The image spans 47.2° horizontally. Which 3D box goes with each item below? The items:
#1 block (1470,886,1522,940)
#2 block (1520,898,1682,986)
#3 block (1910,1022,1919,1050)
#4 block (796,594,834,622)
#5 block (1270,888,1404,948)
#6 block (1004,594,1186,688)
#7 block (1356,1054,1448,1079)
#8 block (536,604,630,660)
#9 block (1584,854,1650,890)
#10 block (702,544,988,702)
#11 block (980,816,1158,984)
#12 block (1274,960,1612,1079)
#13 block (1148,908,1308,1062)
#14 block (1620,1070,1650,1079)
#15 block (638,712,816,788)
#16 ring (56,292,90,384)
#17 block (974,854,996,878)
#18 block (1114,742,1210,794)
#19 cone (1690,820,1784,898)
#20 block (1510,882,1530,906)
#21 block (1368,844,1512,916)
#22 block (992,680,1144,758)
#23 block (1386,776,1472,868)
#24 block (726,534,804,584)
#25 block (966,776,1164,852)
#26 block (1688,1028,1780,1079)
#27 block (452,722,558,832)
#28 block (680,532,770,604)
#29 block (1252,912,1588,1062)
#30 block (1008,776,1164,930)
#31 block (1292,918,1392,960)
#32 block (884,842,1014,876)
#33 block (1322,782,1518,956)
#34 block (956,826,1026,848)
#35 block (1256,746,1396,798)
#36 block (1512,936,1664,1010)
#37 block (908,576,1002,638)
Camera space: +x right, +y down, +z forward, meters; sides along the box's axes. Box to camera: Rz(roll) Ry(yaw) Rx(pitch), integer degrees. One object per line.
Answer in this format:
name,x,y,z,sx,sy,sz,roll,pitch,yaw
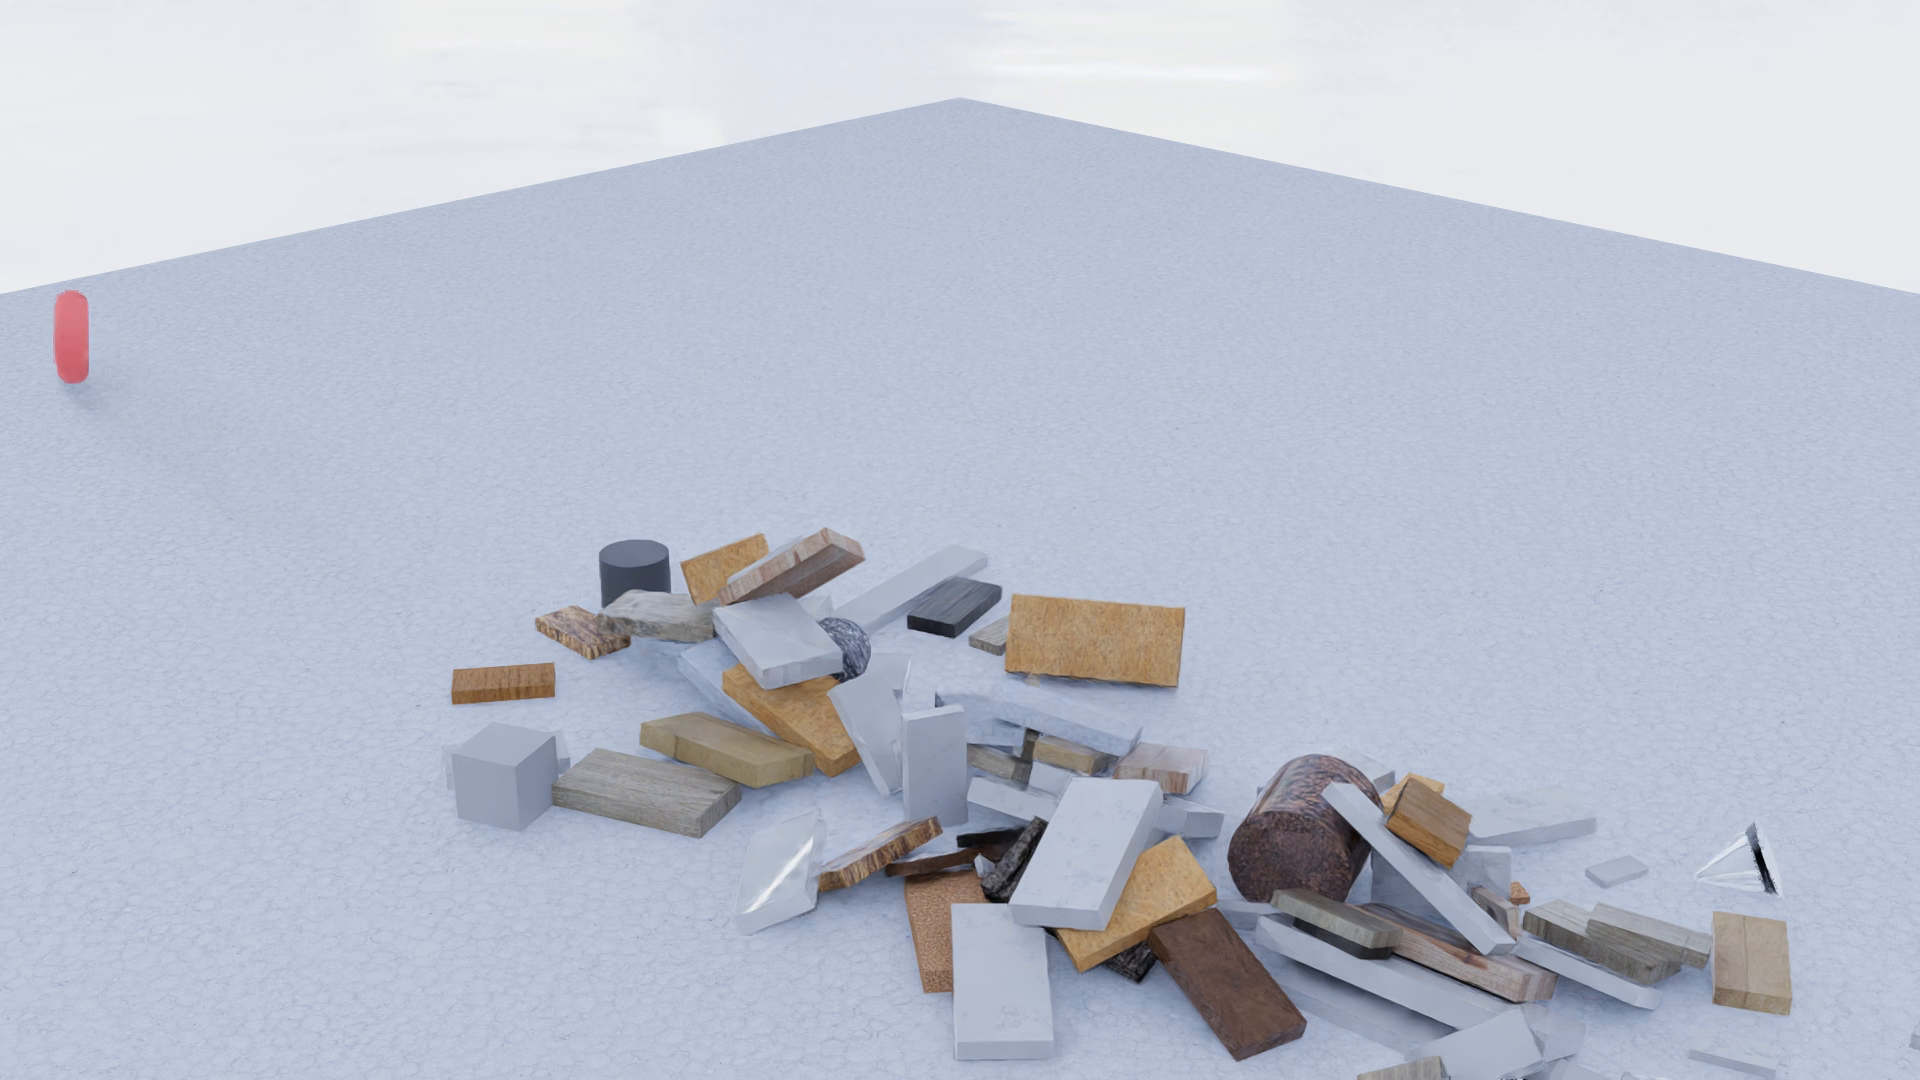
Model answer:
block,0.973,0.685,3.990,0.022,0.077,0.155,-12,7,-9
block,1.160,0.724,3.972,0.255,0.036,0.127,21,18,41
block,1.714,0.828,3.773,0.103,0.029,0.205,17,28,34
block,-0.396,0.192,5.197,0.127,0.036,0.254,-8,15,16
block,0.662,0.664,3.871,0.209,0.030,0.104,19,7,39
block,0.306,0.229,4.997,0.393,0.176,0.050,5,-10,11
block,0.691,0.941,3.418,0.140,0.040,0.356,-19,19,17
block,-0.893,0.218,5.207,0.113,0.032,0.226,-20,30,-39
block,1.266,0.639,4.235,0.112,0.016,0.056,-11,25,-25
block,-0.254,0.194,5.262,0.113,0.032,0.979,15,27,32
block,0.229,0.651,3.999,0.347,0.049,0.174,24,58,32
block,0.967,0.895,3.610,1.002,0.033,0.117,18,29,36
block,0.460,0.765,3.803,0.139,0.040,0.279,-13,44,-28
block,1.132,0.894,3.497,0.069,0.020,0.161,21,3,-29
block,-0.489,0.436,4.602,0.343,0.049,0.171,15,14,37
ring,-2.766,-0.630,6.854,0.096,0.289,0.289,0,22,-21
block,0.077,0.640,4.147,0.111,0.016,0.055,36,14,-20
block,0.413,0.463,4.481,0.147,0.042,0.323,6,4,13
cone,1.467,0.628,4.194,0.152,0.152,0.152,-20,15,23
block,1.014,0.672,4.158,0.112,0.016,0.056,-4,23,-9
block,0.893,0.635,4.096,0.255,0.127,0.036,1,10,3
block,0.227,0.373,4.596,0.294,0.042,0.147,17,15,11
block,0.871,0.521,4.077,0.136,0.039,0.272,33,15,10
block,-0.417,0.065,4.968,0.201,0.100,0.028,-30,64,10
block,0.208,0.537,4.317,0.352,0.050,0.176,15,1,28
block,1.303,0.863,3.701,0.138,0.020,0.069,10,25,23
block,-0.916,0.477,4.446,0.148,0.148,0.148,9,25,20
block,-0.527,0.065,5.013,0.201,0.100,0.028,-21,12,-19
block,0.790,0.766,3.811,0.556,0.049,0.174,18,7,36
block,0.231,0.561,3.970,0.171,0.049,0.343,0,35,27
block,0.669,0.695,3.851,0.077,0.022,0.160,10,7,-40
block,0.022,0.603,4.210,0.332,0.024,0.086,-6,-7,-30
block,0.818,0.586,3.933,0.414,0.030,0.104,46,18,31
block,0.082,0.573,4.262,0.086,0.024,0.172,-4,-7,-41
block,0.753,0.506,4.520,0.272,0.039,0.136,-18,29,-36
block,1.100,0.759,3.858,0.234,0.033,0.117,20,-1,38
block,-0.011,0.162,5.333,0.127,0.036,0.254,11,25,25
